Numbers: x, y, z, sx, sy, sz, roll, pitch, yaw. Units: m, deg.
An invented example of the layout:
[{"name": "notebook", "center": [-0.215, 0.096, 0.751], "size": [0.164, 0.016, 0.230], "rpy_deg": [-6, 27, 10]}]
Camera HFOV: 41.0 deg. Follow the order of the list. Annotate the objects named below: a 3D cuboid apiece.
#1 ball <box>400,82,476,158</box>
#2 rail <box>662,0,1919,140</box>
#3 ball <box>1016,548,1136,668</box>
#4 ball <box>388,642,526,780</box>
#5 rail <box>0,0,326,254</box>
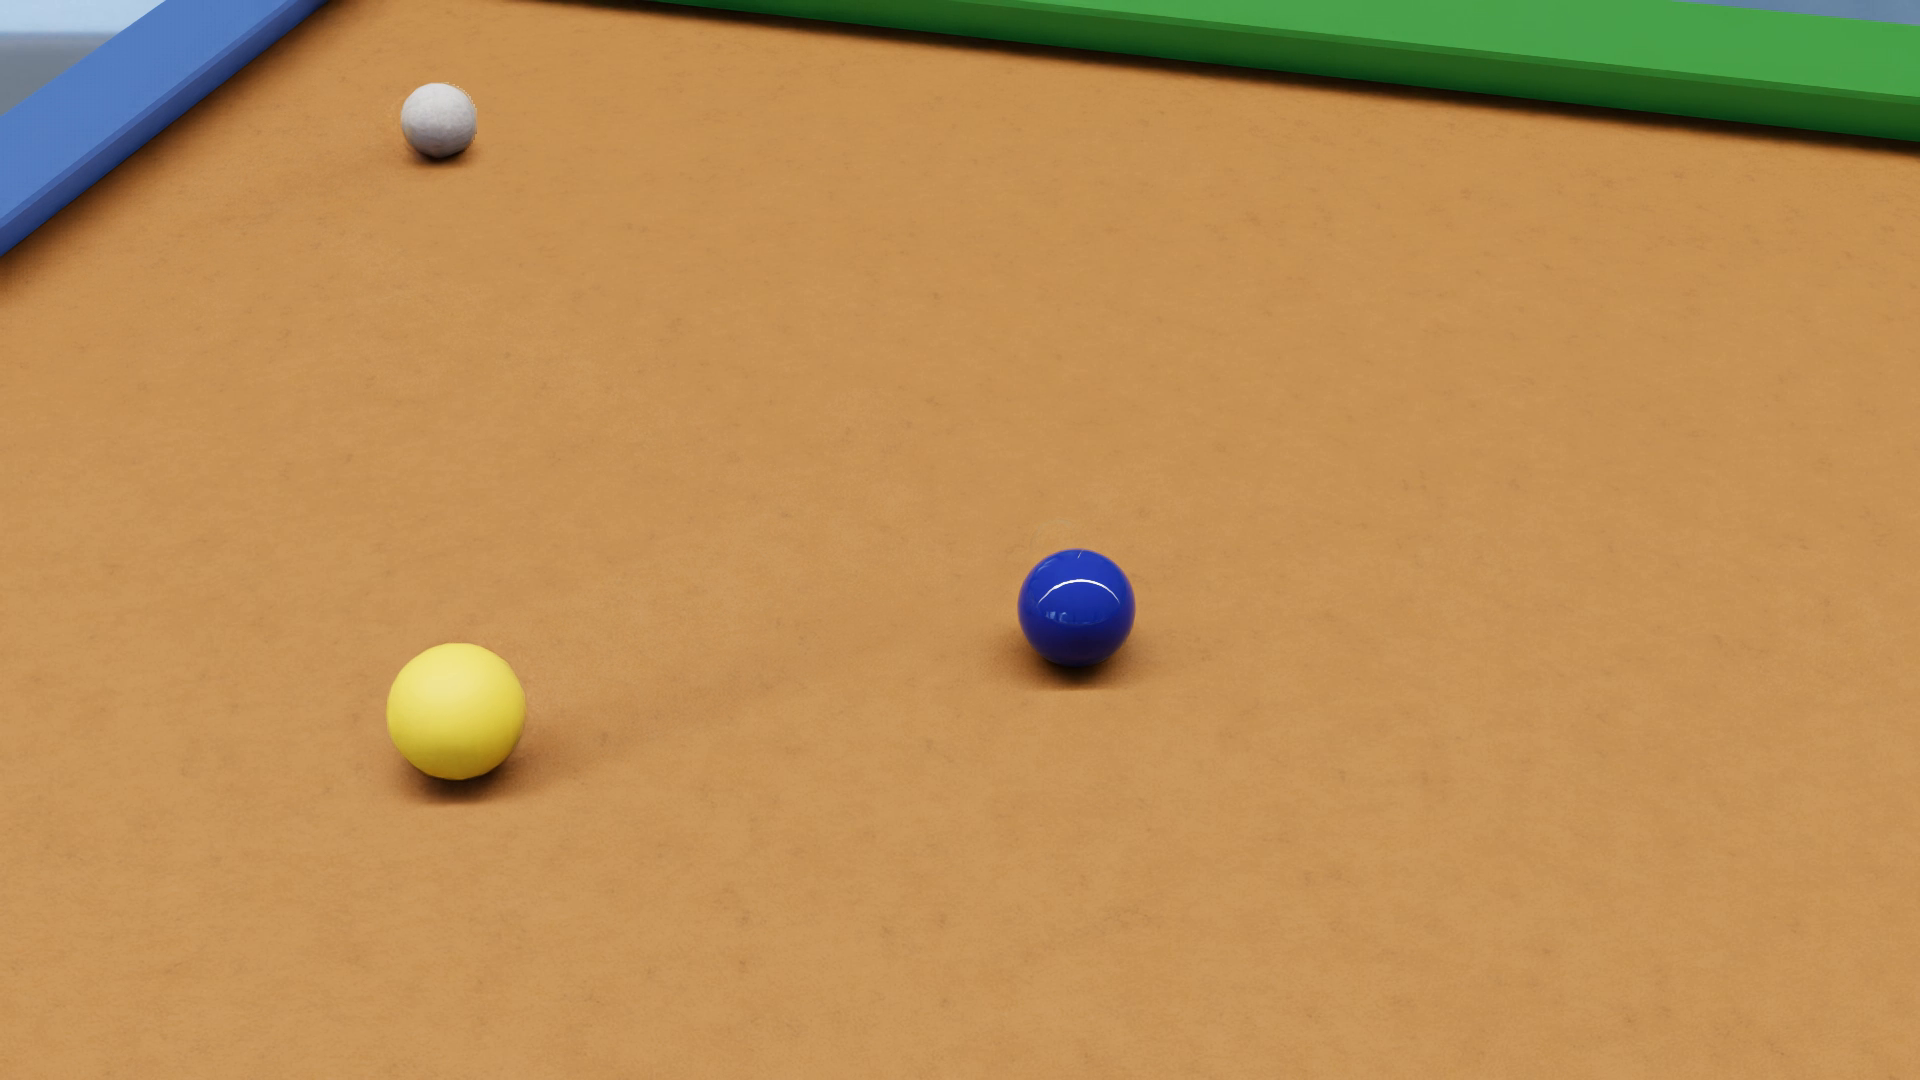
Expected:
[{"name": "ball", "center": [-0.528, -0.425, 2.596], "size": [0.074, 0.074, 0.074], "rpy_deg": [0, 34, 0]}, {"name": "rail", "center": [1.260, -0.406, 2.524], "size": [4.093, 0.122, 0.045], "rpy_deg": [9, 35, 13]}, {"name": "ball", "center": [0.085, 0.050, 1.875], "size": [0.087, 0.087, 0.087], "rpy_deg": [0, 34, 0]}, {"name": "ball", "center": [-0.346, 0.118, 1.767], "size": [0.094, 0.094, 0.094], "rpy_deg": [0, 34, 0]}, {"name": "rail", "center": [-0.962, -0.171, 2.172], "size": [0.045, 0.122, 2.071], "rpy_deg": [9, 35, 13]}]
